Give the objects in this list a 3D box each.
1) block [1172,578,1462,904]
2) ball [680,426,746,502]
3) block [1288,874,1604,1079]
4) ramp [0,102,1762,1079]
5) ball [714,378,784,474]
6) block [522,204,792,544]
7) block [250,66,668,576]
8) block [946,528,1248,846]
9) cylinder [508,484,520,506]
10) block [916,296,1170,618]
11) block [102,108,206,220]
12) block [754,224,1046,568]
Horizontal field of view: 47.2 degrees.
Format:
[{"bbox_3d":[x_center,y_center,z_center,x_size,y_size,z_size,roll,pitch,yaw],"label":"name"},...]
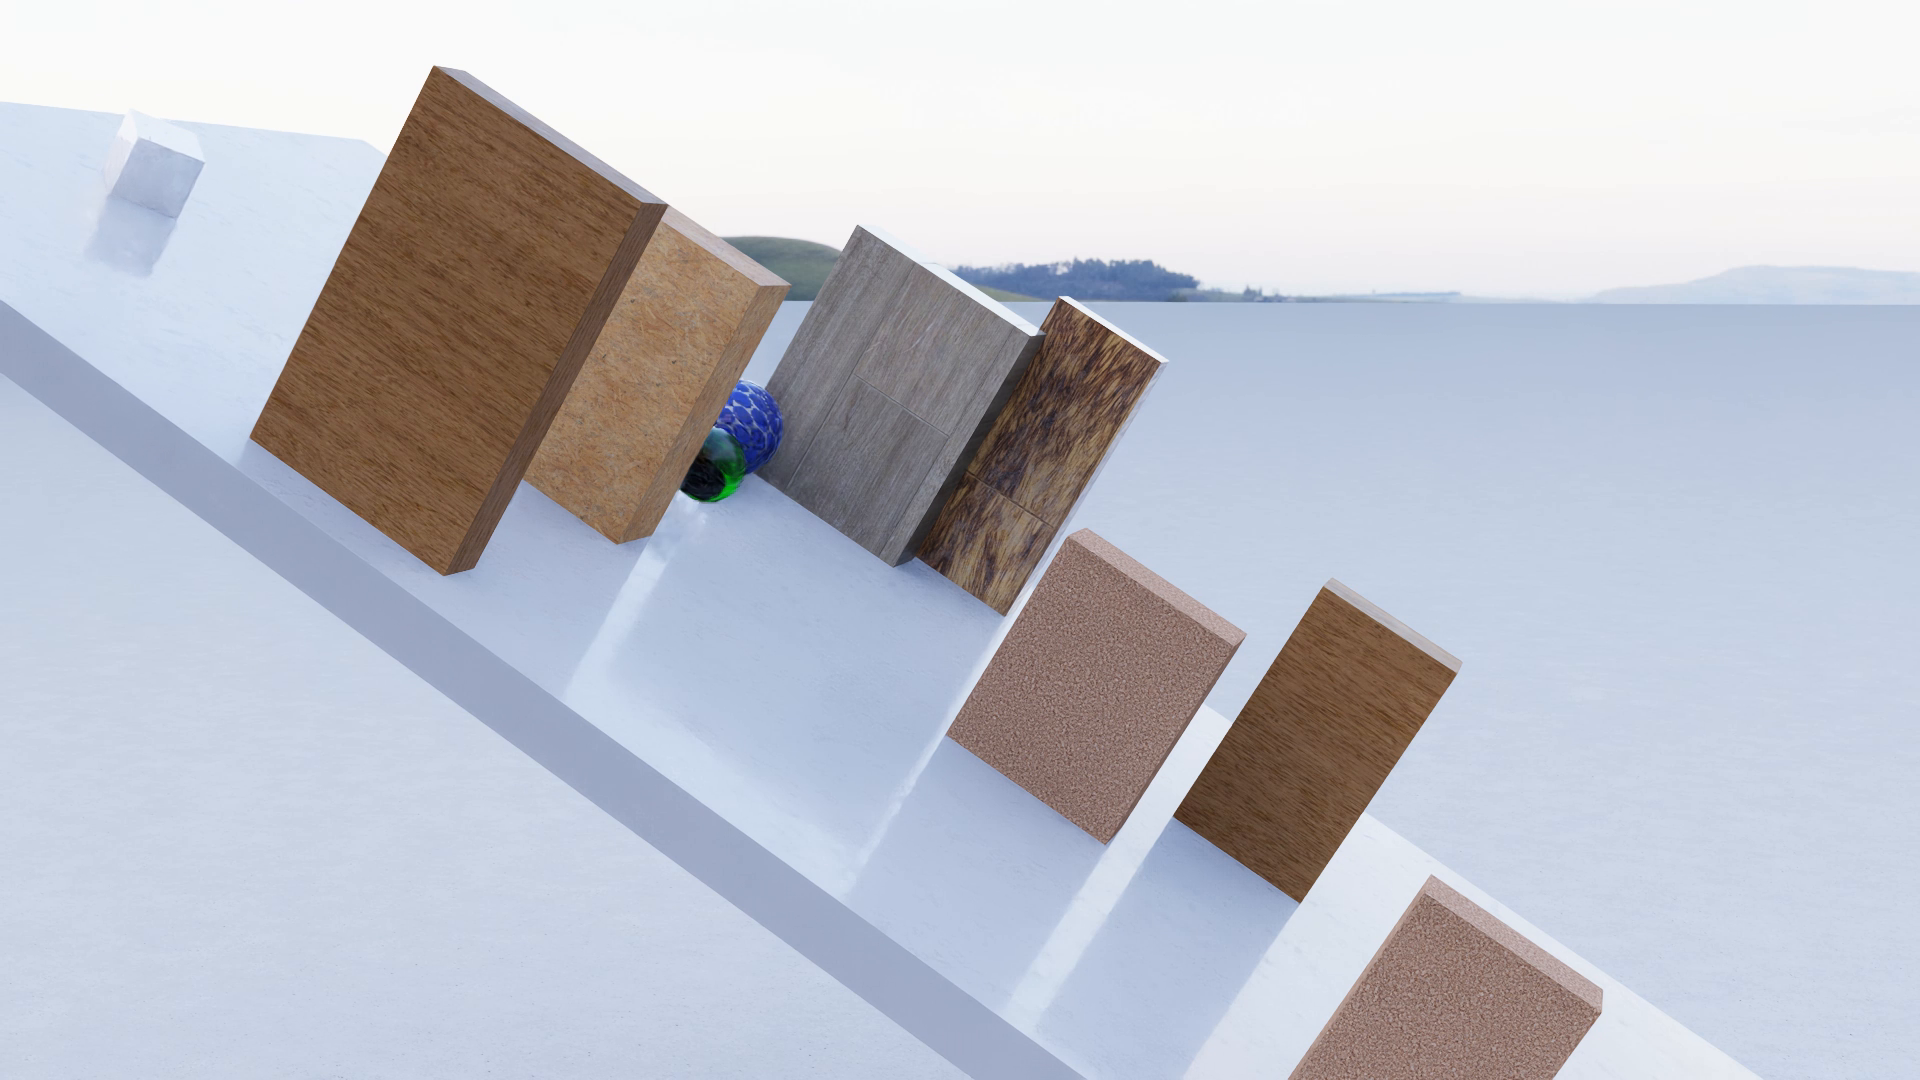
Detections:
[{"bbox_3d":[0.670,0.375,4.135,0.288,0.530,0.127,34,15,11],"label":"block"},{"bbox_3d":[-0.494,-0.148,4.311,0.149,0.149,0.149,0,7,0],"label":"ball"},{"bbox_3d":[0.704,0.748,3.238,0.294,0.401,0.106,34,15,11],"label":"block"},{"bbox_3d":[-0.159,0.263,4.115,4.000,0.100,2.000,34,15,11],"label":"ramp"},{"bbox_3d":[-0.466,-0.233,4.539,0.202,0.202,0.202,0,7,0],"label":"ball"},{"bbox_3d":[-0.566,-0.298,3.903,0.283,0.532,0.147,34,15,11],"label":"block"},{"bbox_3d":[-0.772,-0.330,3.356,0.394,0.658,0.093,34,15,11],"label":"block"},{"bbox_3d":[0.240,0.255,3.886,0.344,0.426,0.134,34,15,11],"label":"block"},{"bbox_3d":[-0.801,-0.101,3.521,0.138,0.138,0.138,2,6,20],"label":"cylinder"},{"bbox_3d":[0.164,-0.177,4.718,0.260,0.646,0.082,34,15,11],"label":"block"},{"bbox_3d":[-1.521,-0.709,4.146,0.129,0.129,0.129,19,23,-37],"label":"block"},{"bbox_3d":[-0.158,-0.306,4.653,0.438,0.572,0.132,34,15,11],"label":"block"}]
